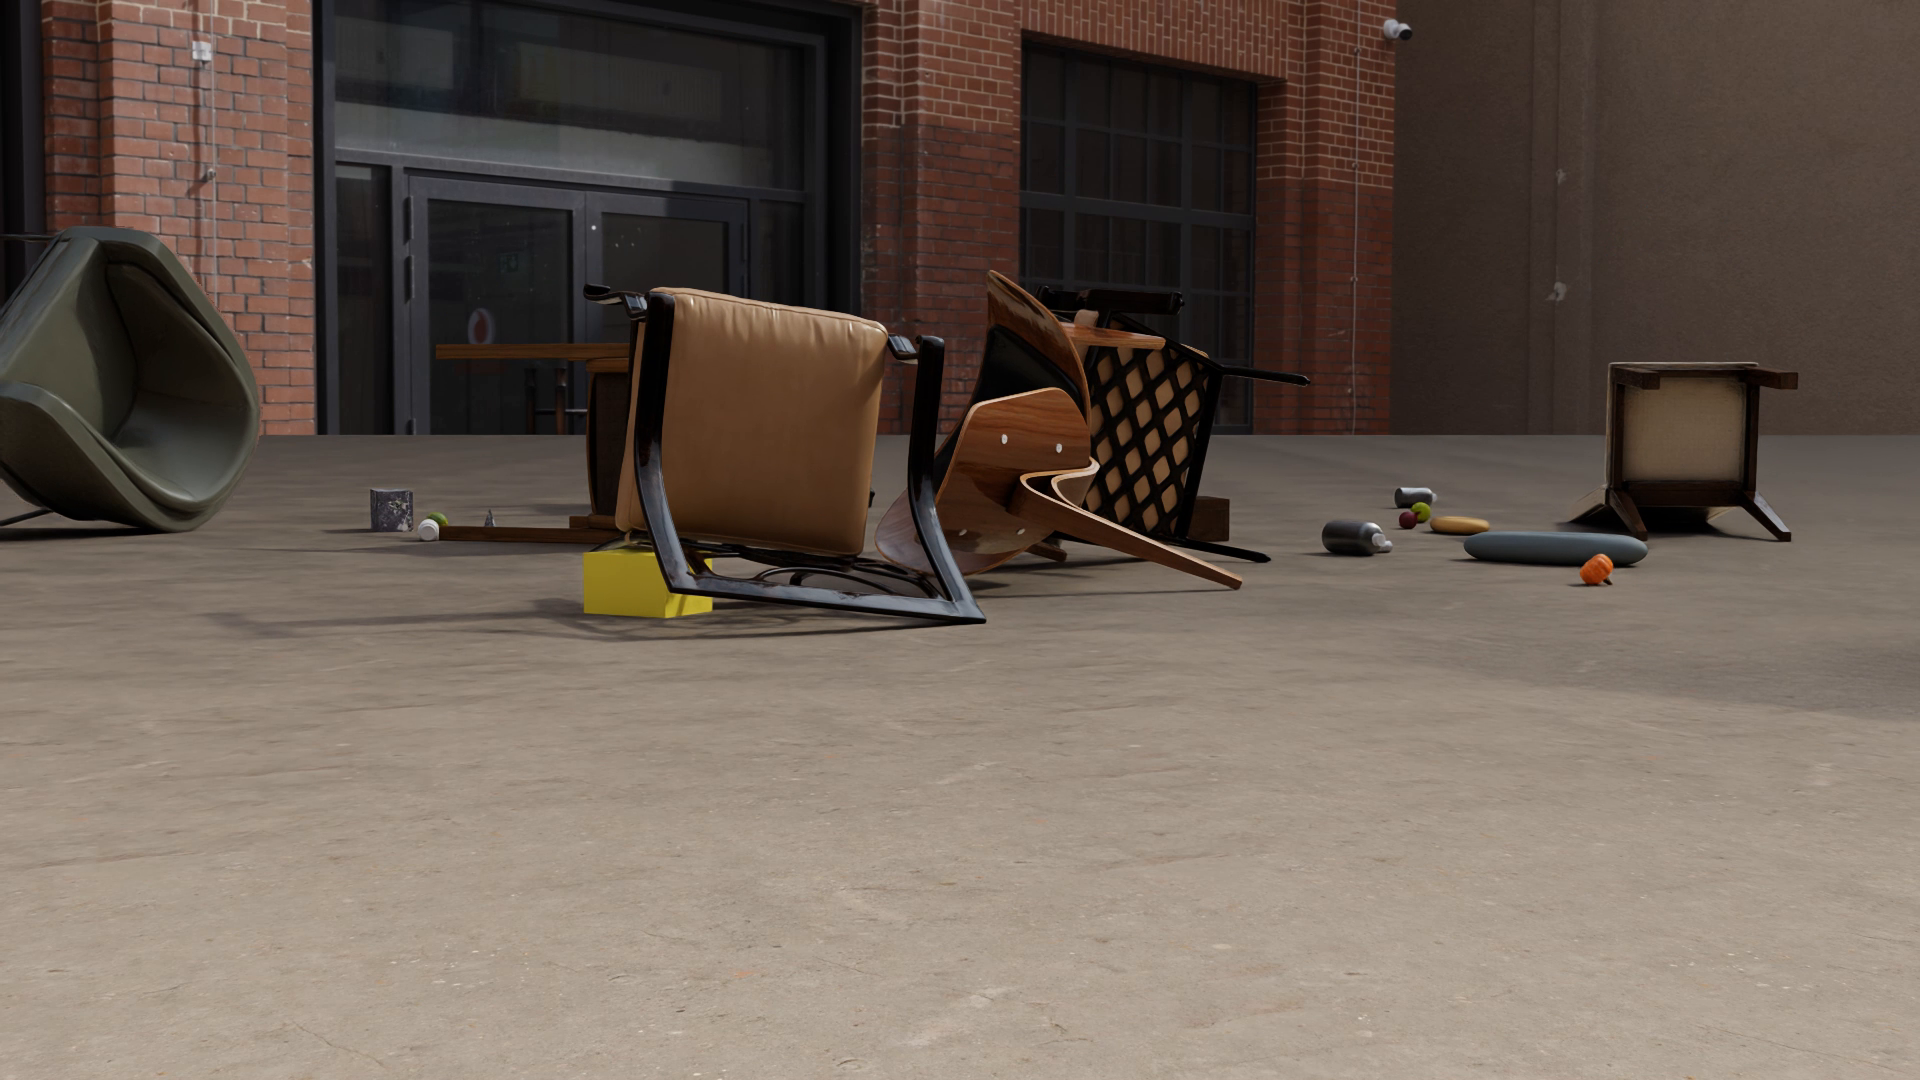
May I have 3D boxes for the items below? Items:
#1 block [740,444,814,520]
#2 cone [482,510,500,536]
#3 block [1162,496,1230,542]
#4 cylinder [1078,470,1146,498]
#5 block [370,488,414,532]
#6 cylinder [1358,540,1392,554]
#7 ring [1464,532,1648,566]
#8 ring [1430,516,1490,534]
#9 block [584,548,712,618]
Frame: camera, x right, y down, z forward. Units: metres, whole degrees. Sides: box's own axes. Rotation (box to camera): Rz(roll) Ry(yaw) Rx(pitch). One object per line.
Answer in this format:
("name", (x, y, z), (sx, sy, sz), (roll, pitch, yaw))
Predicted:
("block", (-0.636, -0.206, 7.658), (0.202, 0.258, 0.179), (1, 4, 17))
("cone", (-1.436, -0.056, 6.721), (0.058, 0.087, 0.038), (-2, 4, -25))
("block", (0.703, -0.064, 6.569), (0.138, 0.124, 0.206), (-1, 4, -14))
("cylinder", (0.637, -0.238, 9.206), (0.197, 0.110, 0.228), (2, 9, 30))
("block", (-1.811, -0.095, 7.005), (0.106, 0.127, 0.194), (-2, 4, -22))
("cylinder", (1.139, 0.019, 6.031), (0.081, 0.032, 0.045), (-2, 0, -23))
("ring", (1.535, 0.021, 5.683), (0.483, 0.078, 0.200), (2, 4, 34))
("ring", (1.558, -0.046, 6.862), (0.149, 0.049, 0.280), (0, 3, -13))
("block", (-0.628, 0.085, 4.427), (0.202, 0.121, 0.157), (2, 4, 29))
